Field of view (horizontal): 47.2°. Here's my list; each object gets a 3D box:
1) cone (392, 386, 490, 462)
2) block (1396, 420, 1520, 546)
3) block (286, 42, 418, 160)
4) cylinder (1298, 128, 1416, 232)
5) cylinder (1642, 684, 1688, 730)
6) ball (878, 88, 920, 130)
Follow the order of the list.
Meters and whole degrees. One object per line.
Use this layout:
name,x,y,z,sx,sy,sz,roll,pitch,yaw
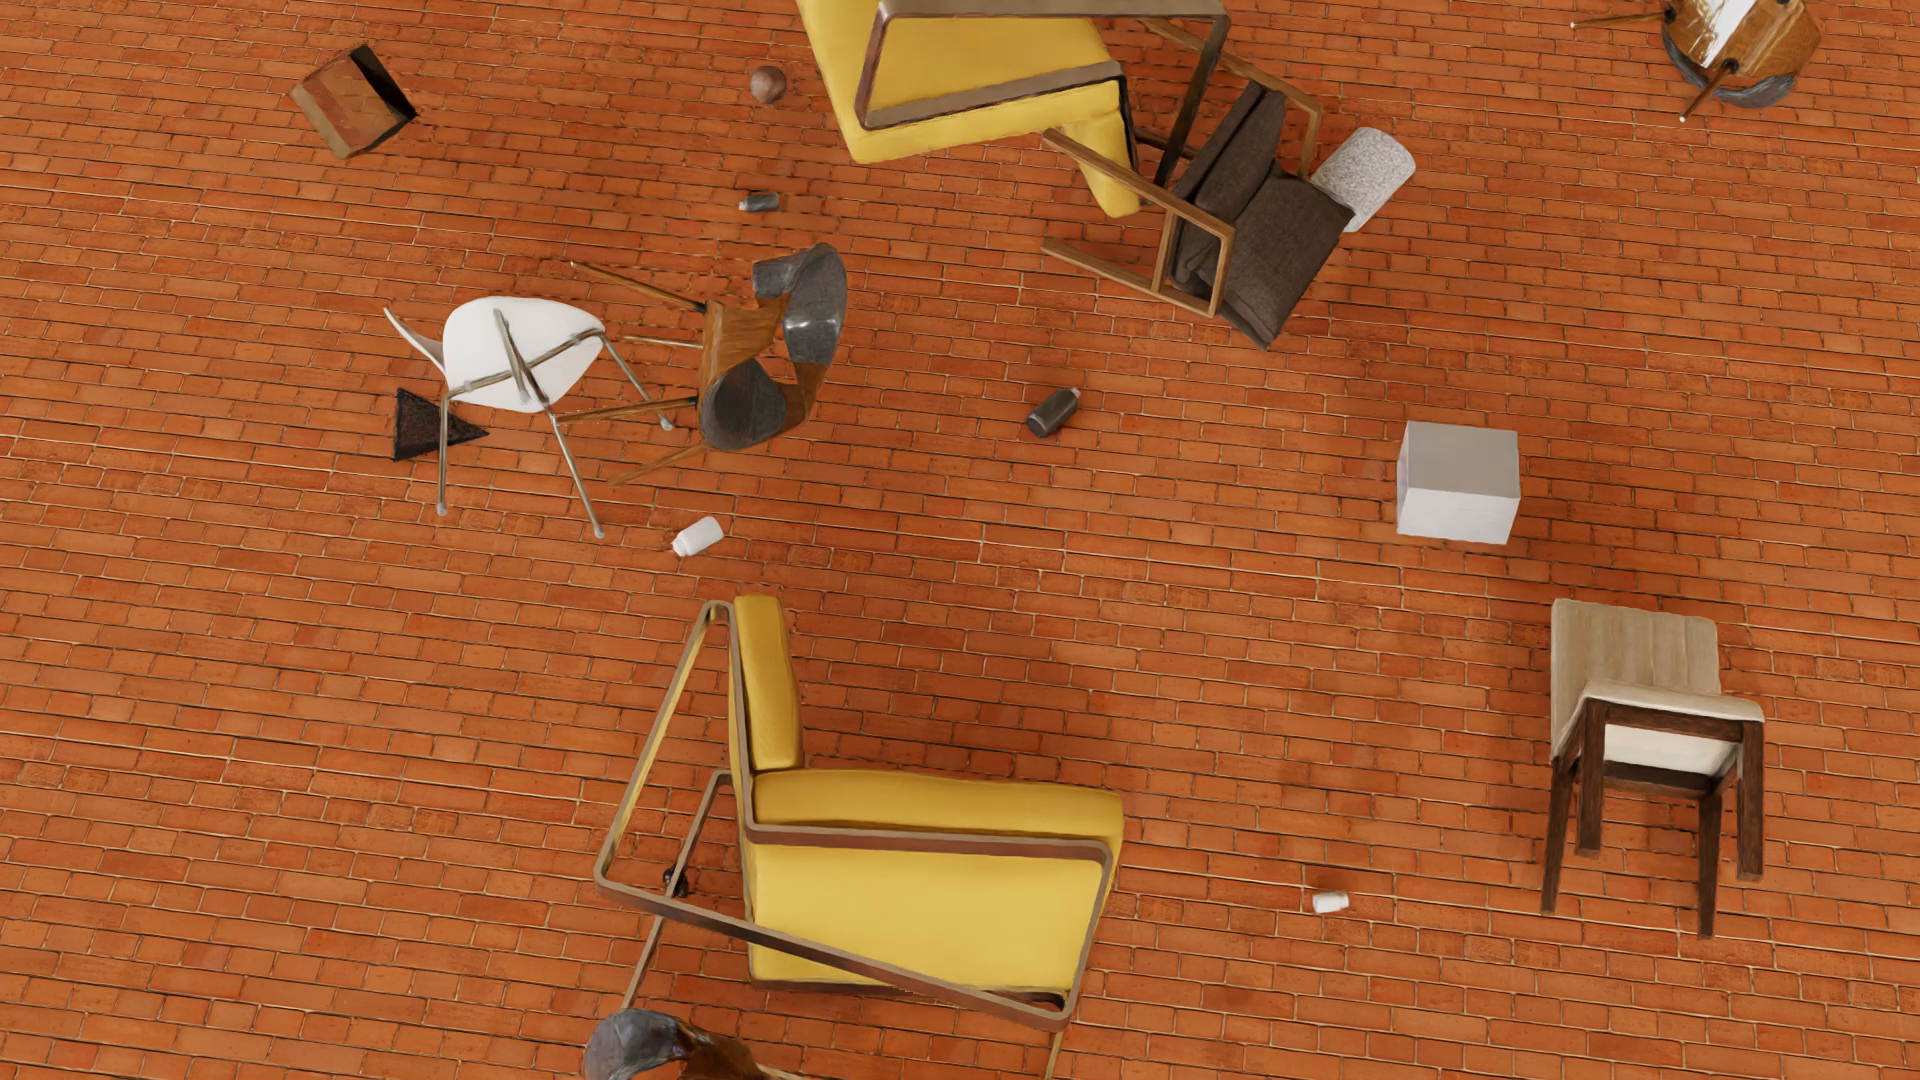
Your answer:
cone,-1.584,-0.339,6.749,0.288,0.180,0.249,5,62,-18
block,1.479,-0.171,6.546,0.323,0.207,0.270,6,50,4
block,-2.016,-1.451,7.299,0.205,0.281,0.305,-46,26,-26
cylinder,1.316,-1.194,7.282,0.246,0.154,0.331,36,63,17
cylinder,1.991,0.470,6.211,0.111,0.063,0.113,37,58,15
ball,-0.207,-1.465,7.475,0.137,0.137,0.137,0,56,0
